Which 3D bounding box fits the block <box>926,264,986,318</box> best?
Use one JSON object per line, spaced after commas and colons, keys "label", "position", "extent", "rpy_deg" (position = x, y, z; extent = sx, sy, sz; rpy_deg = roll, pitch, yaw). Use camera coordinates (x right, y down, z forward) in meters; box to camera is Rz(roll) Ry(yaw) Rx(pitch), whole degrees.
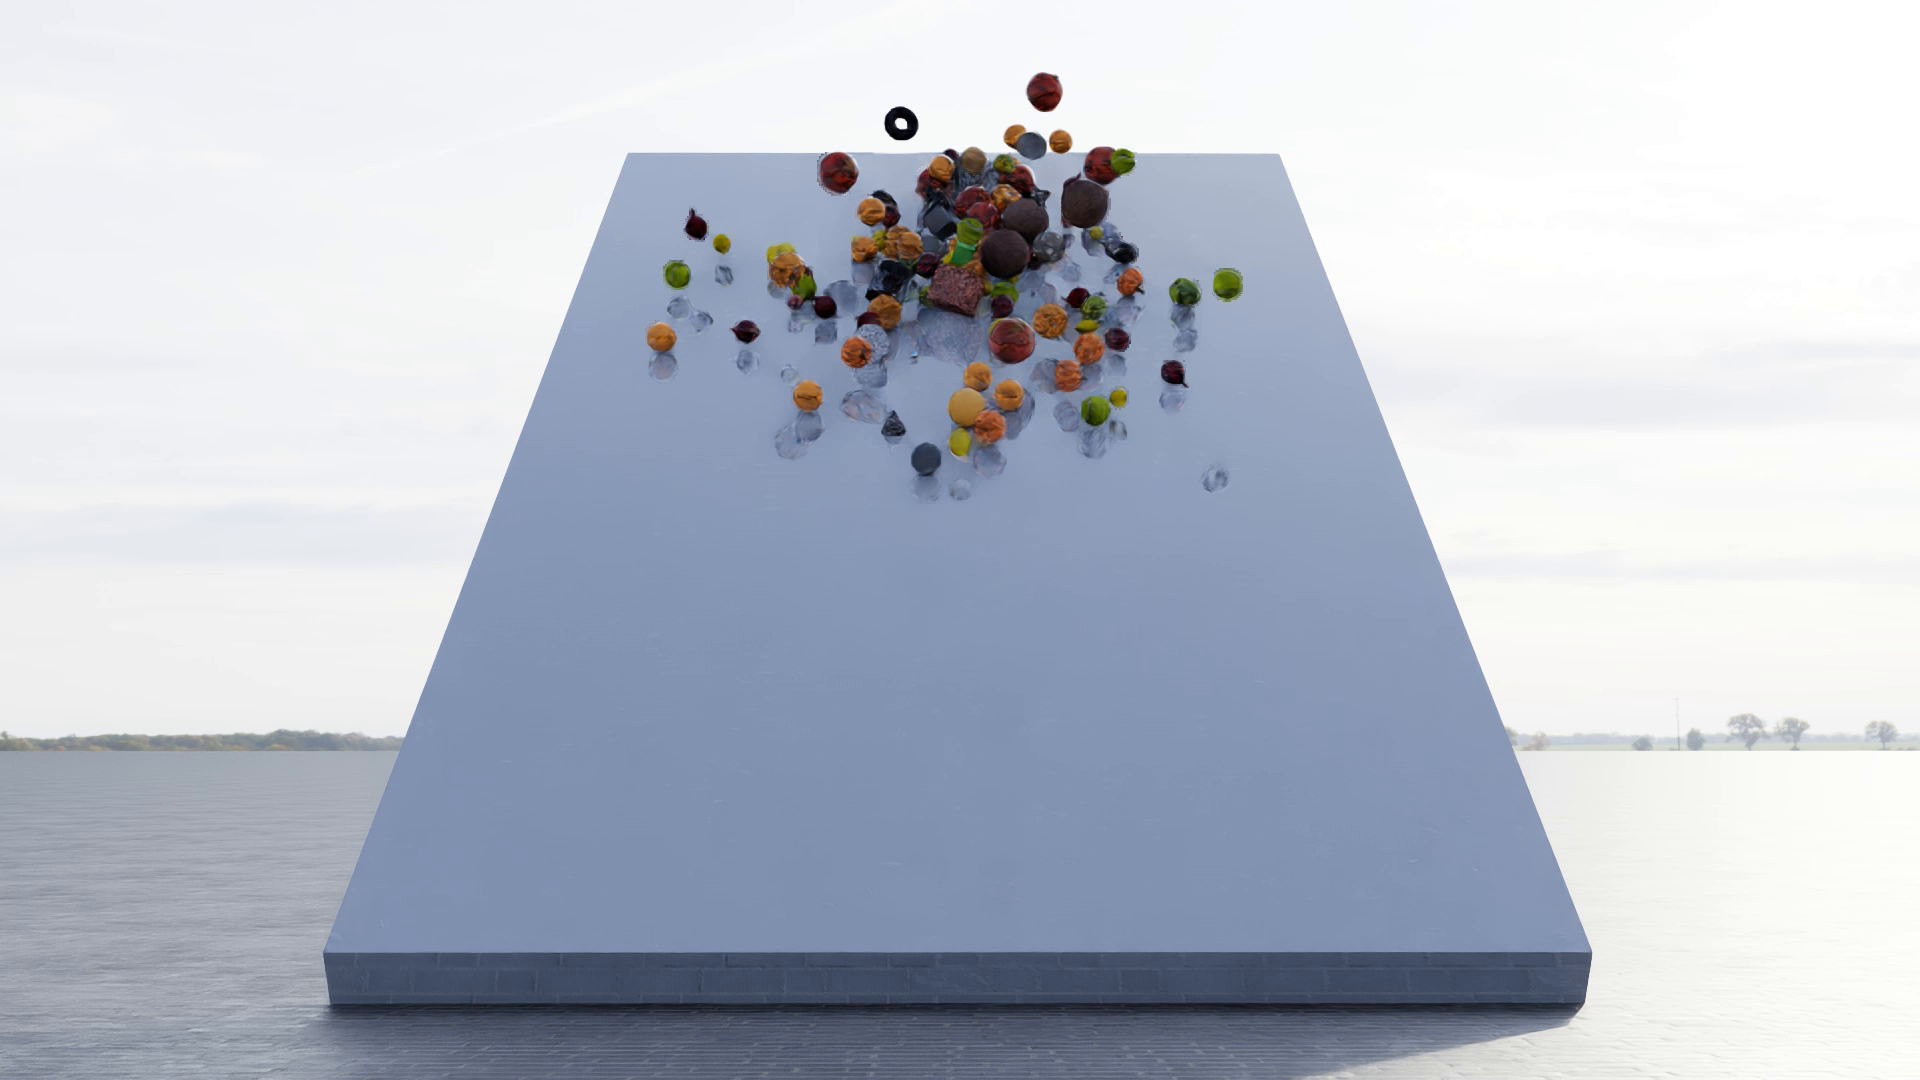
{"label": "block", "position": [-0.009, -0.639, 6.082], "extent": [0.096, 0.096, 0.096], "rpy_deg": [18, -6, 30]}

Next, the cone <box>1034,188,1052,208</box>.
{"label": "cone", "position": [0.209, -0.887, 6.193], "extent": [0.053, 0.053, 0.053], "rpy_deg": [15, 8, -2]}

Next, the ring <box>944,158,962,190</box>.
{"label": "ring", "position": [-0.009, -1.076, 6.967], "extent": [0.035, 0.104, 0.104], "rpy_deg": [35, 8, 20]}

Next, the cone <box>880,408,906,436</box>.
{"label": "cone", "position": [-0.154, -0.278, 5.467], "extent": [0.059, 0.059, 0.059], "rpy_deg": [0, 27, 0]}

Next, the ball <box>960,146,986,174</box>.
{"label": "ball", "position": [0.039, -1.095, 6.849], "extent": [0.077, 0.077, 0.077], "rpy_deg": [0, -5, 0]}

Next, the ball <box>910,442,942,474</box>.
{"label": "ball", "position": [-0.075, -0.180, 5.267], "extent": [0.070, 0.070, 0.070], "rpy_deg": [0, -5, 0]}

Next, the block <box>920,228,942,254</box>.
{"label": "block", "position": [-0.079, -0.822, 6.528], "extent": [0.052, 0.052, 0.052], "rpy_deg": [7, 28, 13]}

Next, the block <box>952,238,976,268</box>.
{"label": "block", "position": [0.010, -0.758, 6.279], "extent": [0.051, 0.051, 0.051], "rpy_deg": [17, 28, -3]}

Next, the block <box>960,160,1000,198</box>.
{"label": "block", "position": [0.058, -1.056, 6.946], "extent": [0.083, 0.083, 0.083], "rpy_deg": [22, 35, 35]}

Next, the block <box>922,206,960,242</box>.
{"label": "block", "position": [-0.053, -0.856, 6.420], "extent": [0.062, 0.062, 0.062], "rpy_deg": [-41, -22, 13]}

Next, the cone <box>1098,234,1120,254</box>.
{"label": "cone", "position": [0.387, -0.789, 6.283], "extent": [0.054, 0.054, 0.054], "rpy_deg": [7, -8, -25]}

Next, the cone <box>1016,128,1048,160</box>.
{"label": "cone", "position": [0.207, -1.123, 6.623], "extent": [0.089, 0.089, 0.089], "rpy_deg": [7, -47, 8]}

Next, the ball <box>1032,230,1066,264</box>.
{"label": "ball", "position": [0.226, -0.744, 6.048], "extent": [0.086, 0.086, 0.086], "rpy_deg": [0, -5, 0]}

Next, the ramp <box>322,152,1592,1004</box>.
{"label": "ramp", "position": [-0.011, -0.225, 5.540], "extent": [2.000, 0.100, 4.000], "rpy_deg": [0, 27, 0]}

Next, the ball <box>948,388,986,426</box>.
{"label": "ball", "position": [0.016, -0.306, 5.491], "extent": [0.089, 0.089, 0.089], "rpy_deg": [0, -5, 0]}

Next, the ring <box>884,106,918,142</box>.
{"label": "ring", "position": [-0.171, -1.211, 6.915], "extent": [0.104, 0.104, 0.035], "rpy_deg": [2, 8, -23]}

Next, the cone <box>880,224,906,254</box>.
{"label": "cone", "position": [-0.184, -0.833, 6.525], "extent": [0.073, 0.073, 0.073], "rpy_deg": [0, 27, 0]}

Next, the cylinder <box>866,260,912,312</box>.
{"label": "cylinder", "position": [-0.181, -0.649, 6.071], "extent": [0.094, 0.094, 0.094], "rpy_deg": [17, -26, 8]}
